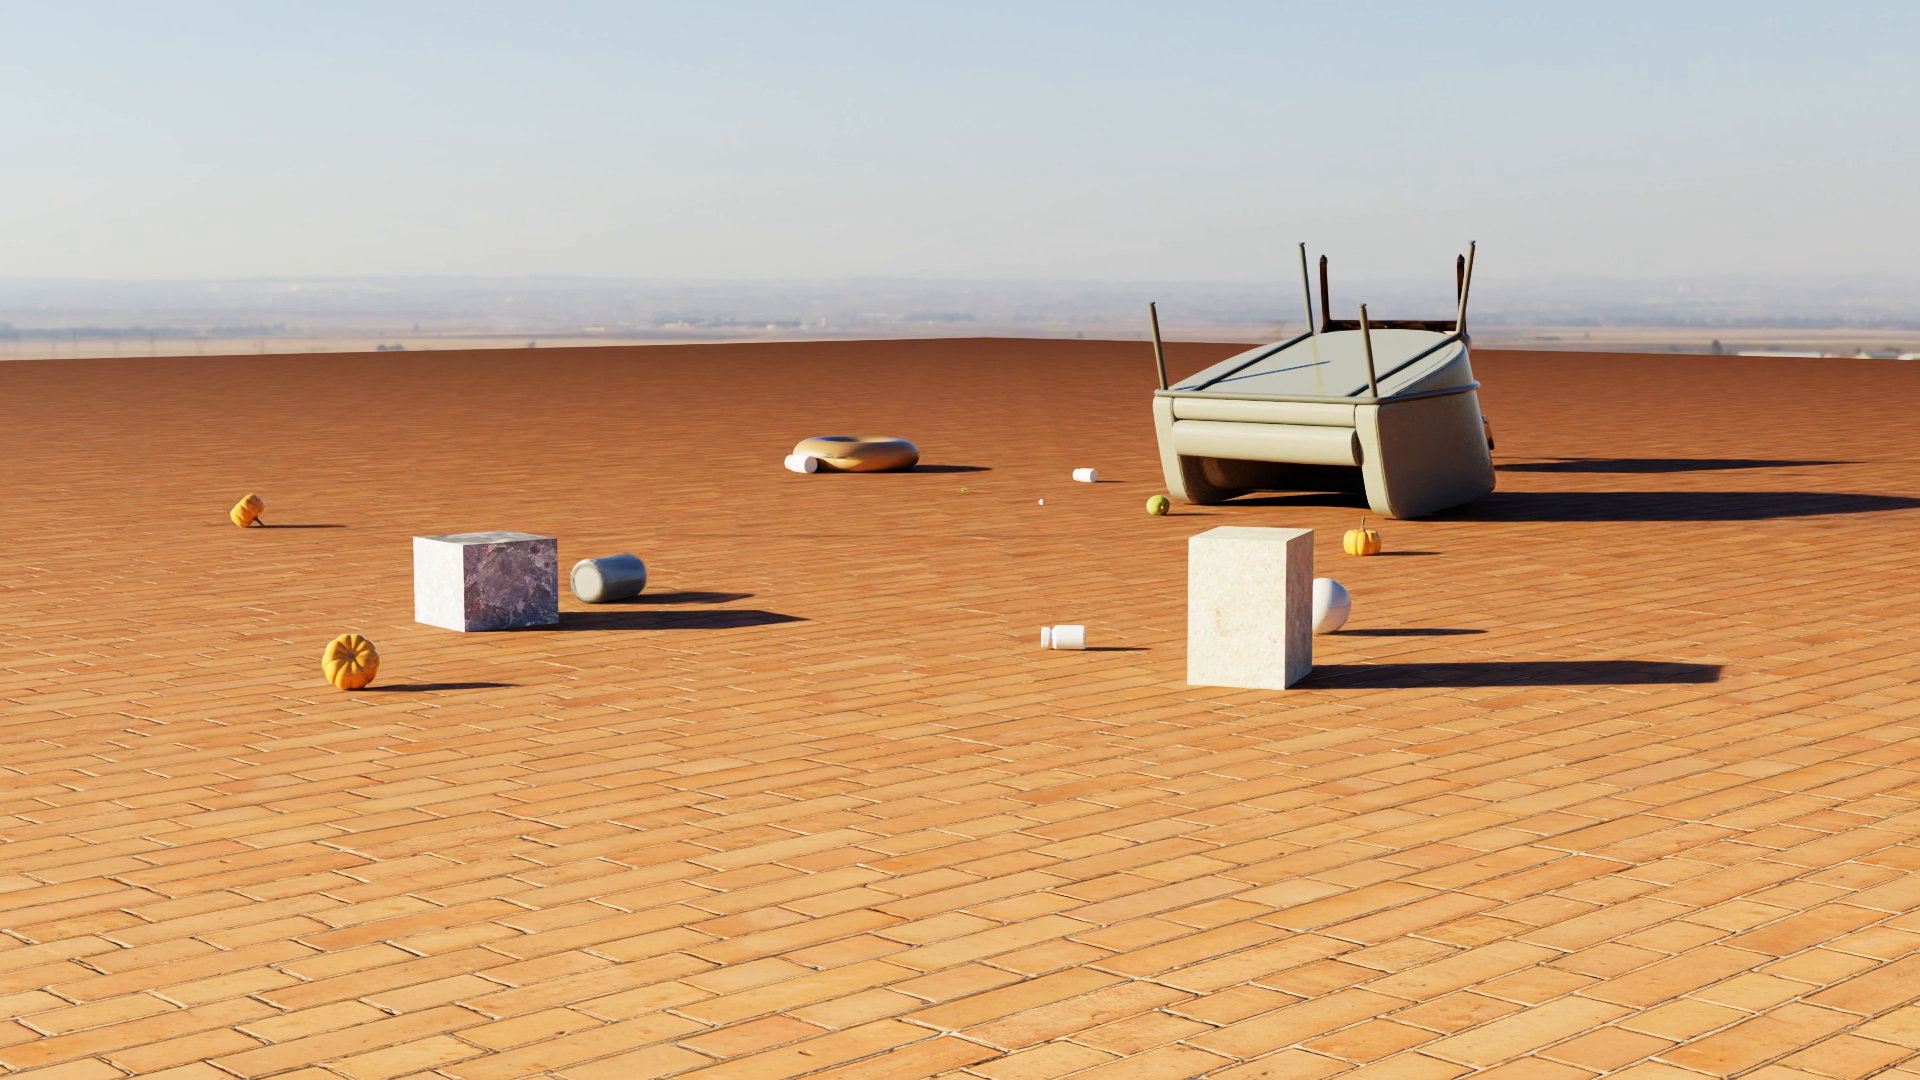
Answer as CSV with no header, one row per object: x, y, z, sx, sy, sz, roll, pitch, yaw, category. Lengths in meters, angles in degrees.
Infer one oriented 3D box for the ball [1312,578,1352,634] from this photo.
0.670,0.121,4.731,0.103,0.103,0.103,0,6,0,ball

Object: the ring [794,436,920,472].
-0.353,-0.292,8.740,0.441,0.105,0.373,3,7,20,ring

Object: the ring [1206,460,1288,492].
0.884,-0.195,7.886,0.249,0.088,0.161,0,7,8,ring

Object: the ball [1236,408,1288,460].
1.080,-0.380,9.195,0.186,0.186,0.186,0,6,0,ball

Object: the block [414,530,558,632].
-0.902,0.076,4.883,0.200,0.162,0.193,-5,8,-39,block

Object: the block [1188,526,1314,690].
0.478,0.108,4.203,0.159,0.238,0.206,2,6,20,block
